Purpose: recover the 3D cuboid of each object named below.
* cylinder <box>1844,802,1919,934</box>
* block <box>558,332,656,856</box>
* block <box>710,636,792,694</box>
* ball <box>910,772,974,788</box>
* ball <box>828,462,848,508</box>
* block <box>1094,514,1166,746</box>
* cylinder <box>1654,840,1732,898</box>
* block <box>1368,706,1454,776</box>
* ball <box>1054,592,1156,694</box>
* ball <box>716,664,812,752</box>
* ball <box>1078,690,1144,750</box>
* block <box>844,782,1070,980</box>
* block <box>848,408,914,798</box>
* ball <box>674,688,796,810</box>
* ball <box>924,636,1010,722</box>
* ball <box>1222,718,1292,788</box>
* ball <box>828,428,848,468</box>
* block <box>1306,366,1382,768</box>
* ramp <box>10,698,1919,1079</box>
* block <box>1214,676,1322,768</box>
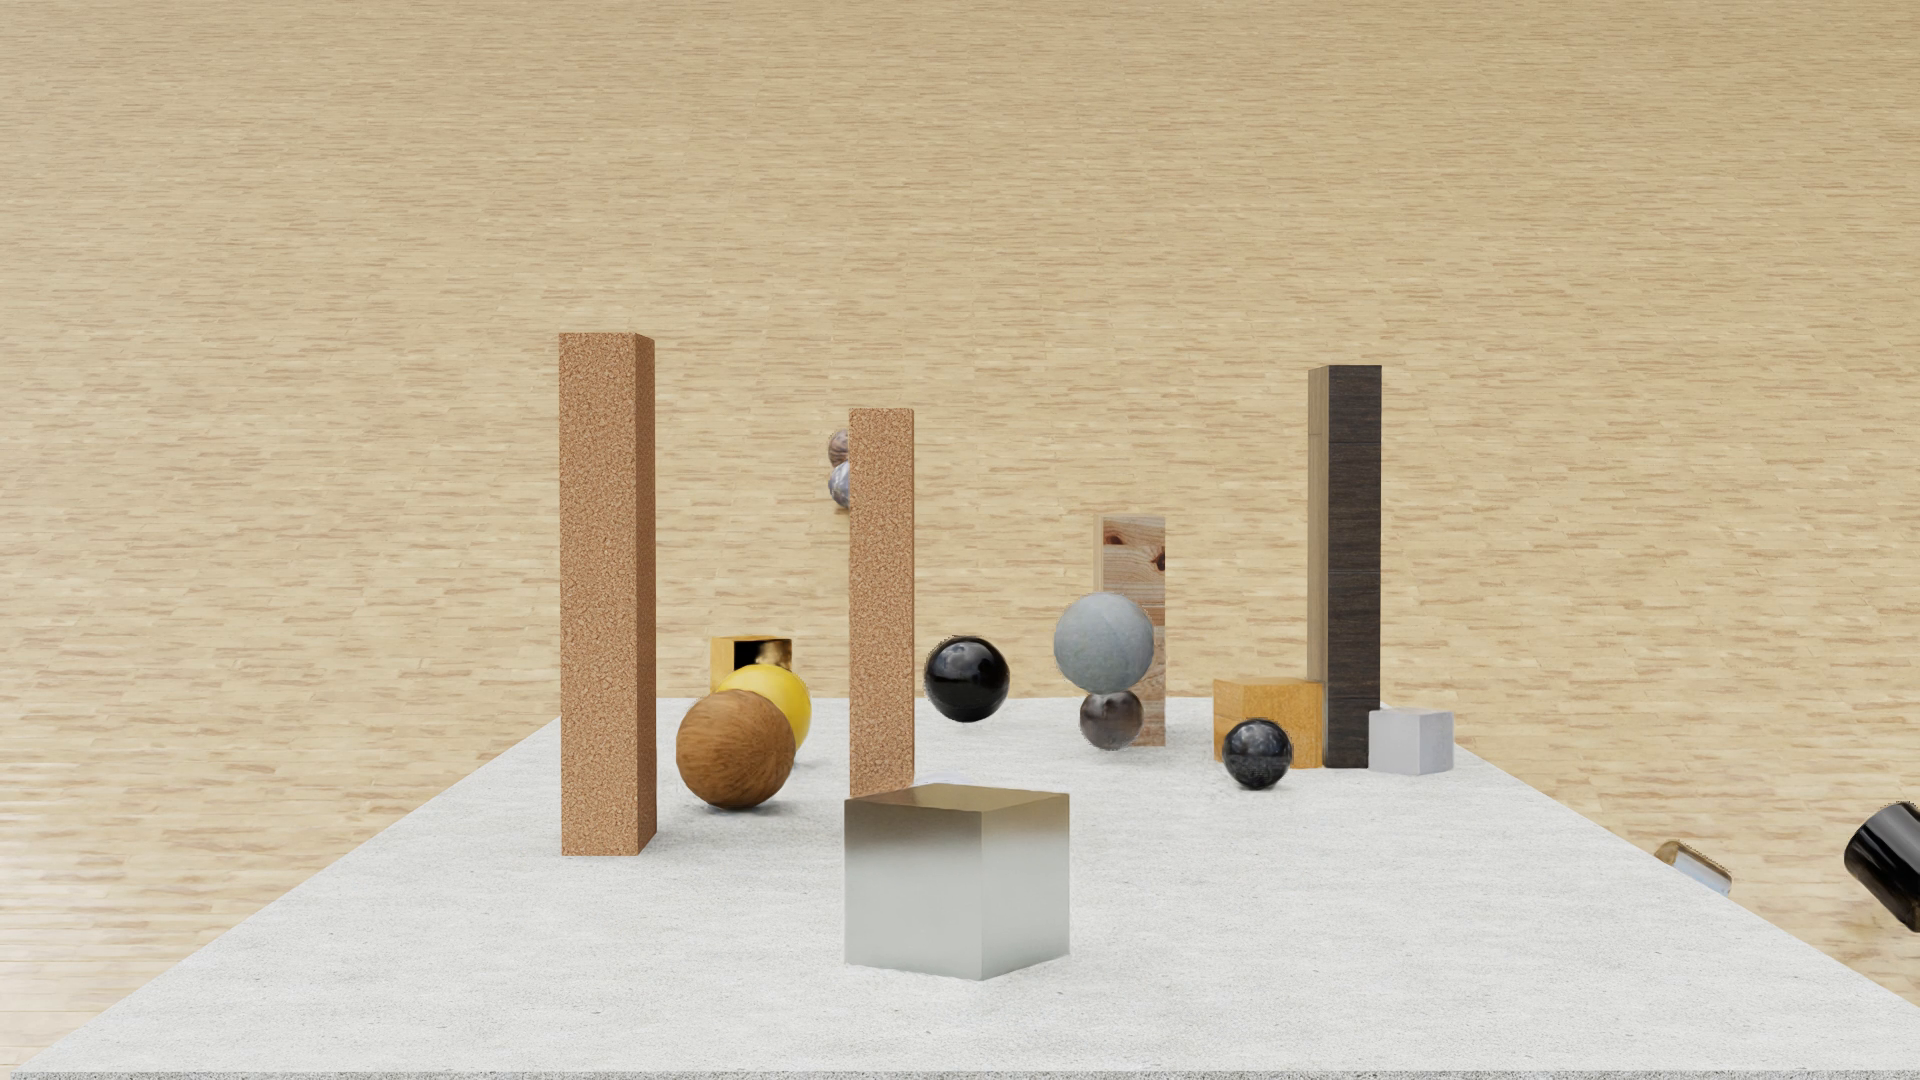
[{"bbox_3d":[2.112,0.727,5.722,0.204,0.204,0.204,-12,40,-24],"label":"cylinder"},{"bbox_3d":[-0.552,0.080,4.056,0.116,0.799,0.255,0,2,0],"label":"block"},{"bbox_3d":[-0.527,0.325,6.498,0.156,0.156,0.156,-1,2,-28],"label":"block"},{"bbox_3d":[-0.026,0.418,3.942,0.129,0.129,0.129,0,25,0],"label":"ball"},{"bbox_3d":[-0.326,-0.167,7.824,0.146,0.146,0.146,0,25,0],"label":"ball"},{"bbox_3d":[0.366,0.188,5.615,0.131,0.484,0.387,0,2,0],"label":"block"},{"bbox_3d":[1.619,0.766,5.751,0.141,0.141,0.141,31,26,-4],"label":"cylinder"},{"bbox_3d":[0.877,0.390,5.013,0.116,0.116,0.116,2,2,44],"label":"block"},{"bbox_3d":[0.289,0.207,5.160,0.203,0.203,0.203,0,25,0],"label":"ball"},{"bbox_3d":[-0.393,0.345,5.101,0.203,0.203,0.203,0,25,0],"label":"ball"},{"bbox_3d":[0.316,0.370,5.359,0.137,0.137,0.137,0,25,0],"label":"ball"},{"bbox_3d":[-0.003,0.410,3.127,0.197,0.197,0.197,1,2,33],"label":"block"},{"bbox_3d":[-0.123,0.135,4.107,0.097,0.684,0.264,0,2,0],"label":"block"},{"bbox_3d":[-0.389,0.362,4.464,0.209,0.209,0.209,0,25,0],"label":"ball"},{"bbox_3d":[0.017,0.320,5.932,0.200,0.200,0.200,0,25,0],"label":"ball"},{"bbox_3d":[0.547,0.393,4.746,0.129,0.129,0.129,0,25,0],"label":"ball"},{"bbox_3d":[-0.339,-0.277,8.055,0.152,0.152,0.152,0,25,0],"label":"ball"},{"bbox_3d":[0.770,0.049,5.178,0.103,0.789,0.297,0,2,0],"label":"block"},{"bbox_3d":[0.057,0.513,4.554,2.000,0.100,4.000,0,2,0],"label":"ramp"},{"bbox_3d":[0.610,0.363,5.122,0.165,0.165,0.165,0,2,-14],"label":"block"}]
